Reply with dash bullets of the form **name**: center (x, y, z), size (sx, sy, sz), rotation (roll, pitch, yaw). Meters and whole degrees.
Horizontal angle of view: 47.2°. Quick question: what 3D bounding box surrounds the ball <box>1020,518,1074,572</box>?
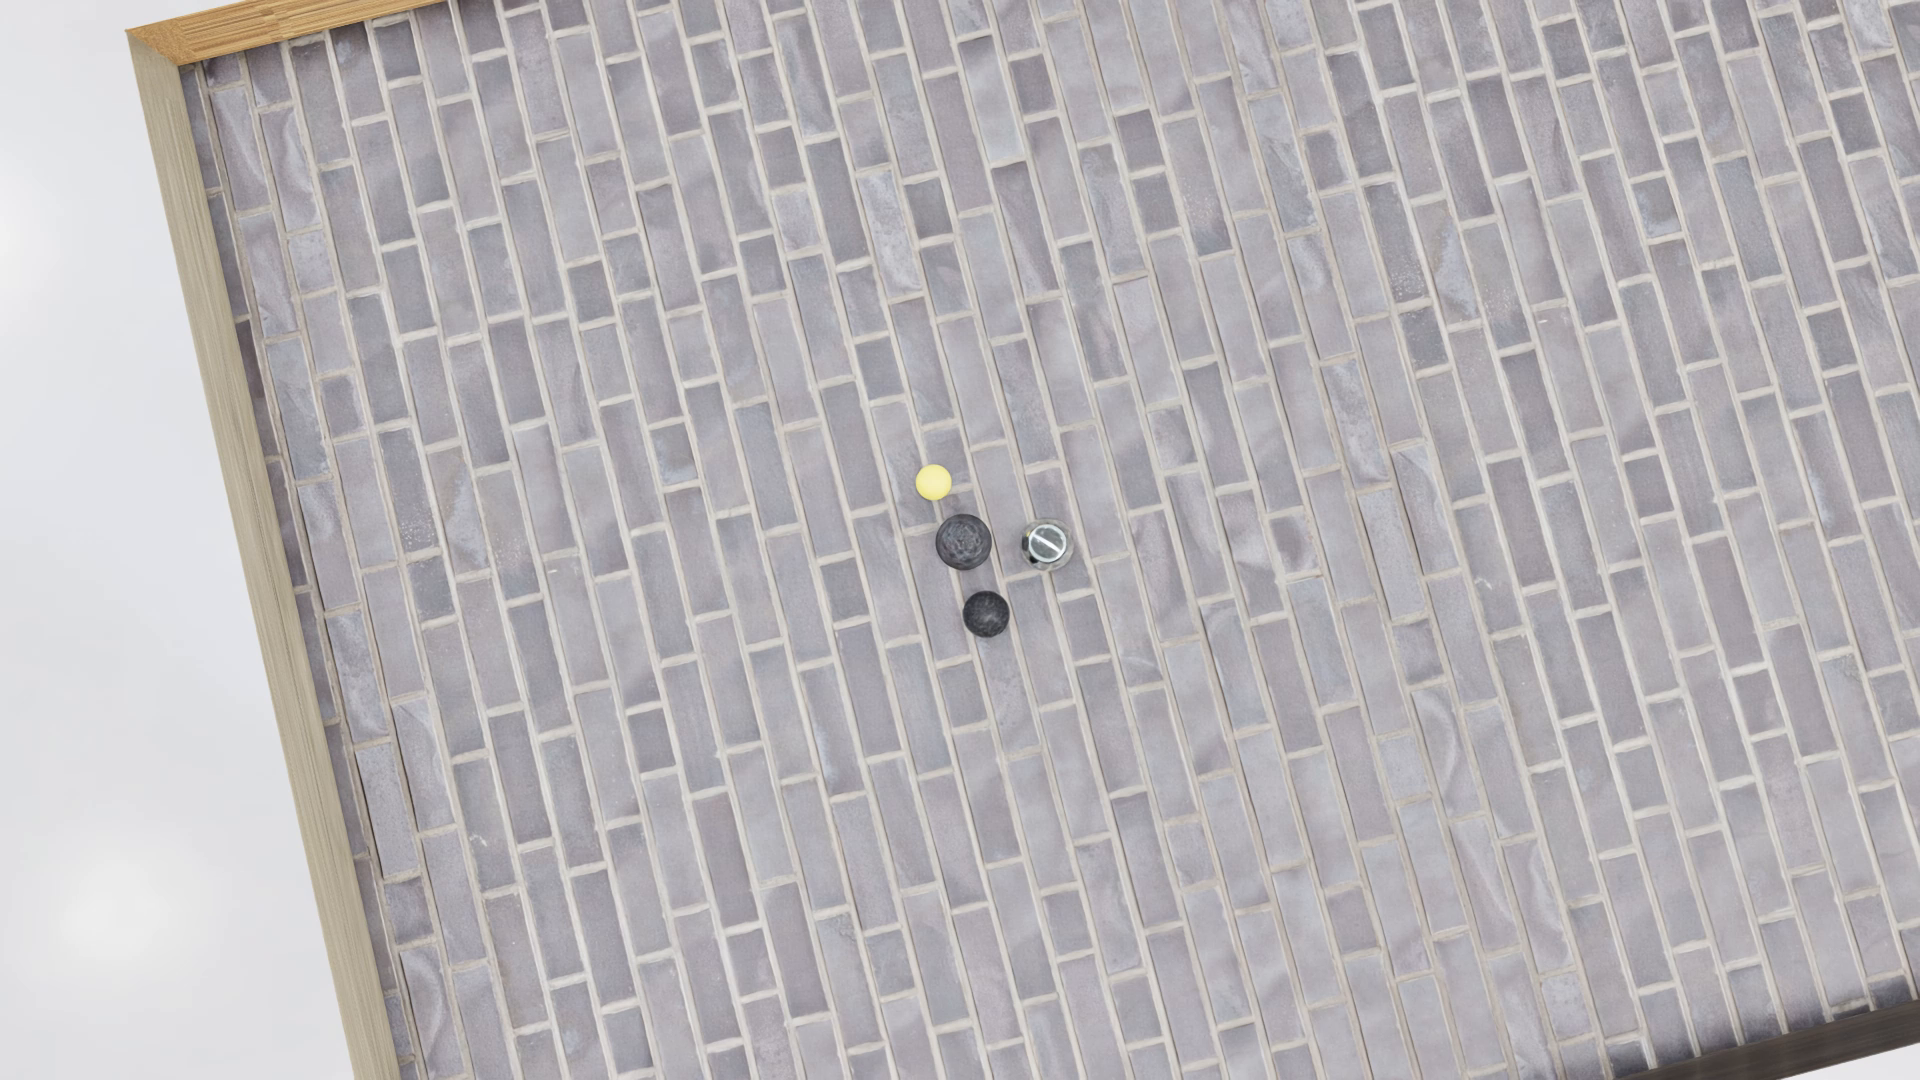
- **ball**: center (0.128, 0.006, 3.249), size (0.081, 0.081, 0.081), rotation (0, 83, 0)

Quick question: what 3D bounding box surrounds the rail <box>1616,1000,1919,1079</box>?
- **rail**: center (1.228, 0.717, 3.141), size (4.043, 0.130, 0.045), rotation (-14, 84, -2)

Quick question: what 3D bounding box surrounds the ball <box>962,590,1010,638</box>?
- **ball**: center (0.039, 0.110, 3.242), size (0.071, 0.071, 0.071), rotation (0, 83, 0)

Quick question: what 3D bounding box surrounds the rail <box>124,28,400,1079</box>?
- **rail**: center (-0.956, 0.239, 3.197), size (0.045, 0.130, 2.060), rotation (-14, 84, -2)

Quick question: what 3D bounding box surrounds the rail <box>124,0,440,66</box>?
- **rail**: center (0.731, -1.220, 3.365), size (4.043, 0.130, 0.045), rotation (-14, 84, -2)

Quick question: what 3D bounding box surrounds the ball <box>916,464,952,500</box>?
- **ball**: center (-0.039, -0.086, 3.273), size (0.054, 0.054, 0.054), rotation (0, 83, 0)

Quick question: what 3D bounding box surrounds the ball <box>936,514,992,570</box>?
- **ball**: center (0.006, 0.003, 3.248), size (0.084, 0.084, 0.084), rotation (0, 83, 0)
